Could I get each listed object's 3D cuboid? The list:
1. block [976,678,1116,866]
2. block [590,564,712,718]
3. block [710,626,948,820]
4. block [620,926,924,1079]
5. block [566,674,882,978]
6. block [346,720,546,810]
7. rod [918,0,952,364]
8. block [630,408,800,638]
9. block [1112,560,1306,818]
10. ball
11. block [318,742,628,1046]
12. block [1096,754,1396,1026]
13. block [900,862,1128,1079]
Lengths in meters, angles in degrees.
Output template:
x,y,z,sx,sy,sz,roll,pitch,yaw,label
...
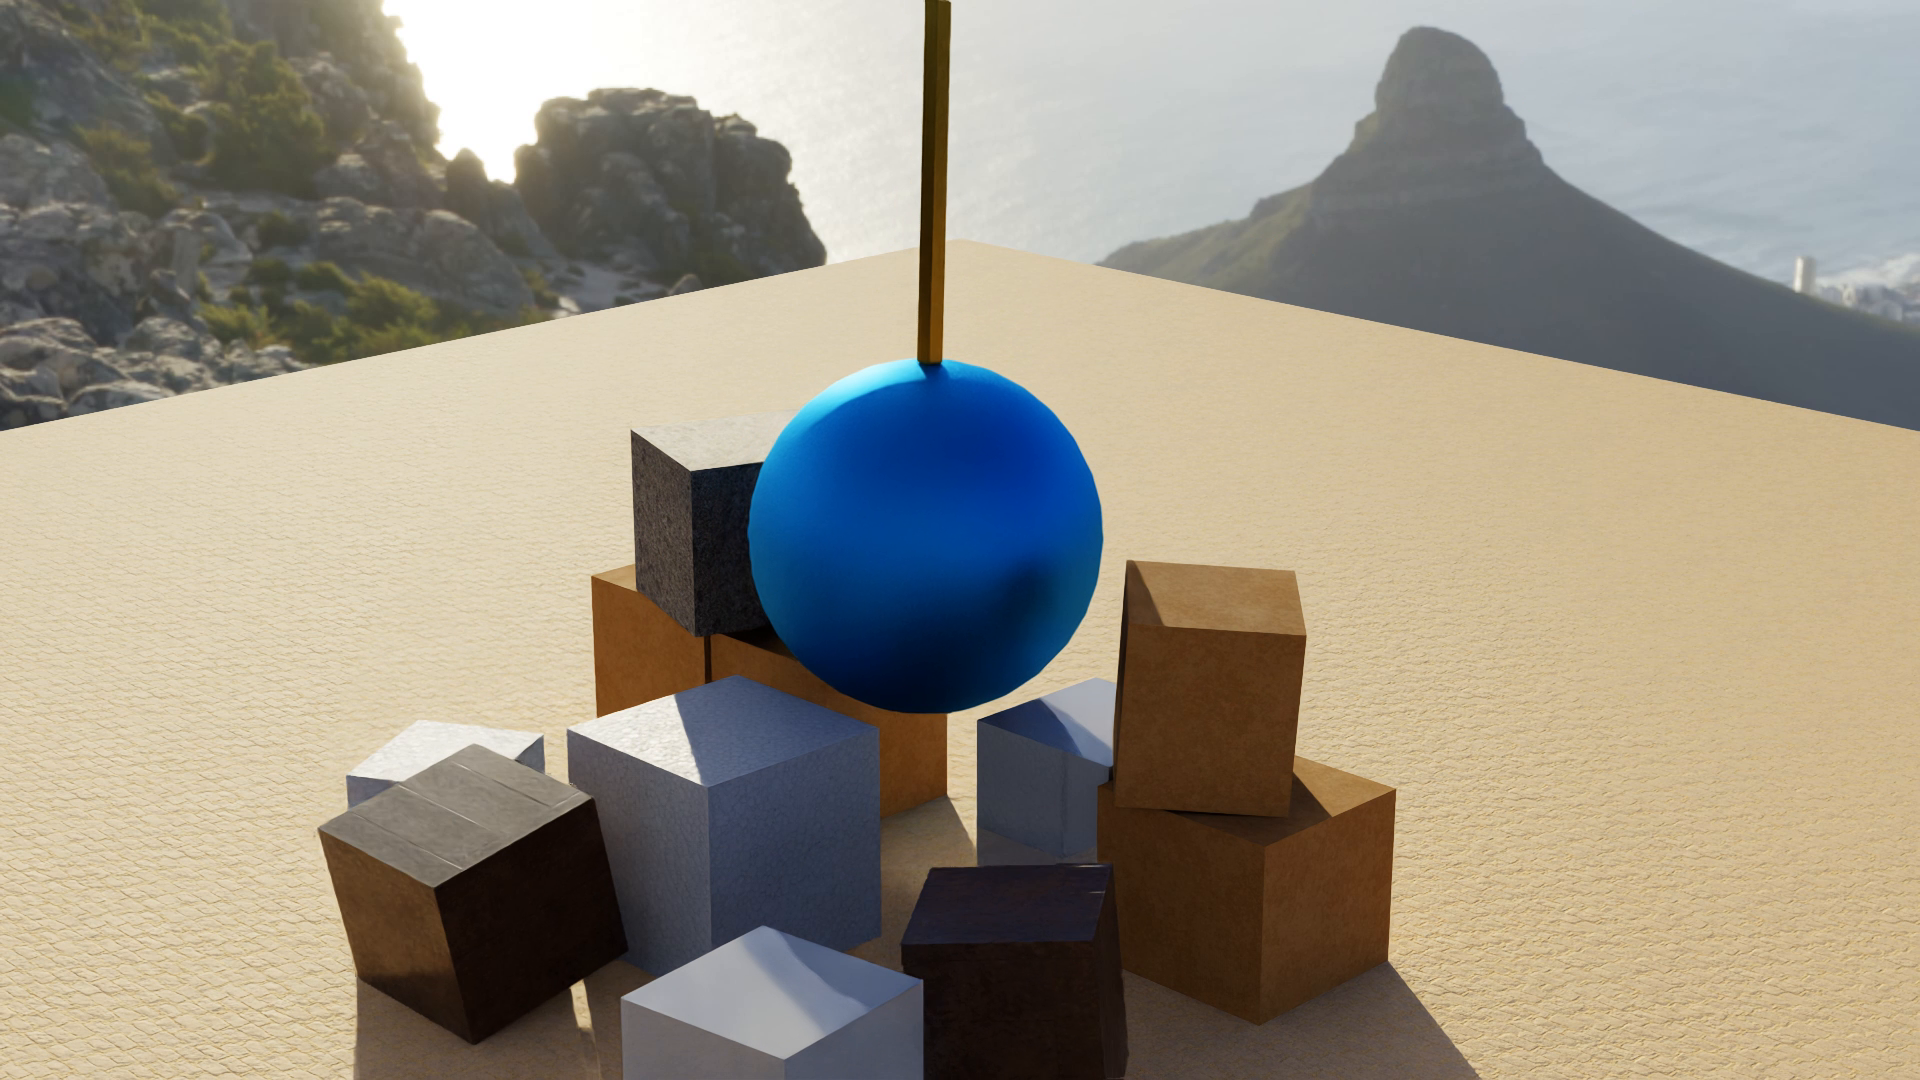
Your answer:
x,y,z,sx,sy,sz,roll,pitch,yaw,label
0.628,1.204,13.086,0.779,0.855,0.788,-17,24,-42,block
-1.250,0.623,14.823,0.829,0.923,0.869,-17,24,-42,block
-0.634,0.841,14.266,0.790,0.841,0.827,-17,24,-42,block
-0.669,1.999,10.608,0.770,0.824,0.766,13,22,36,block
-1.014,1.269,12.682,0.955,0.975,0.938,-16,24,-42,block
-2.297,1.269,13.216,0.627,0.654,0.704,5,18,16,block
-0.067,-3.285,12.239,0.080,5.200,0.080,17,22,42,rod
-1.027,-0.099,14.219,0.883,0.817,0.823,-8,19,-24,block
1.029,0.613,12.264,0.717,0.811,0.725,4,20,1,block
-0.154,-0.017,13.175,1.600,1.600,1.600,0,17,0,ball
-2.023,1.456,12.211,0.808,0.754,0.843,-29,32,-36,block
1.210,1.423,12.492,0.869,0.795,0.910,-17,24,-42,block
0.224,1.768,11.242,0.719,0.821,0.710,-3,17,10,block
